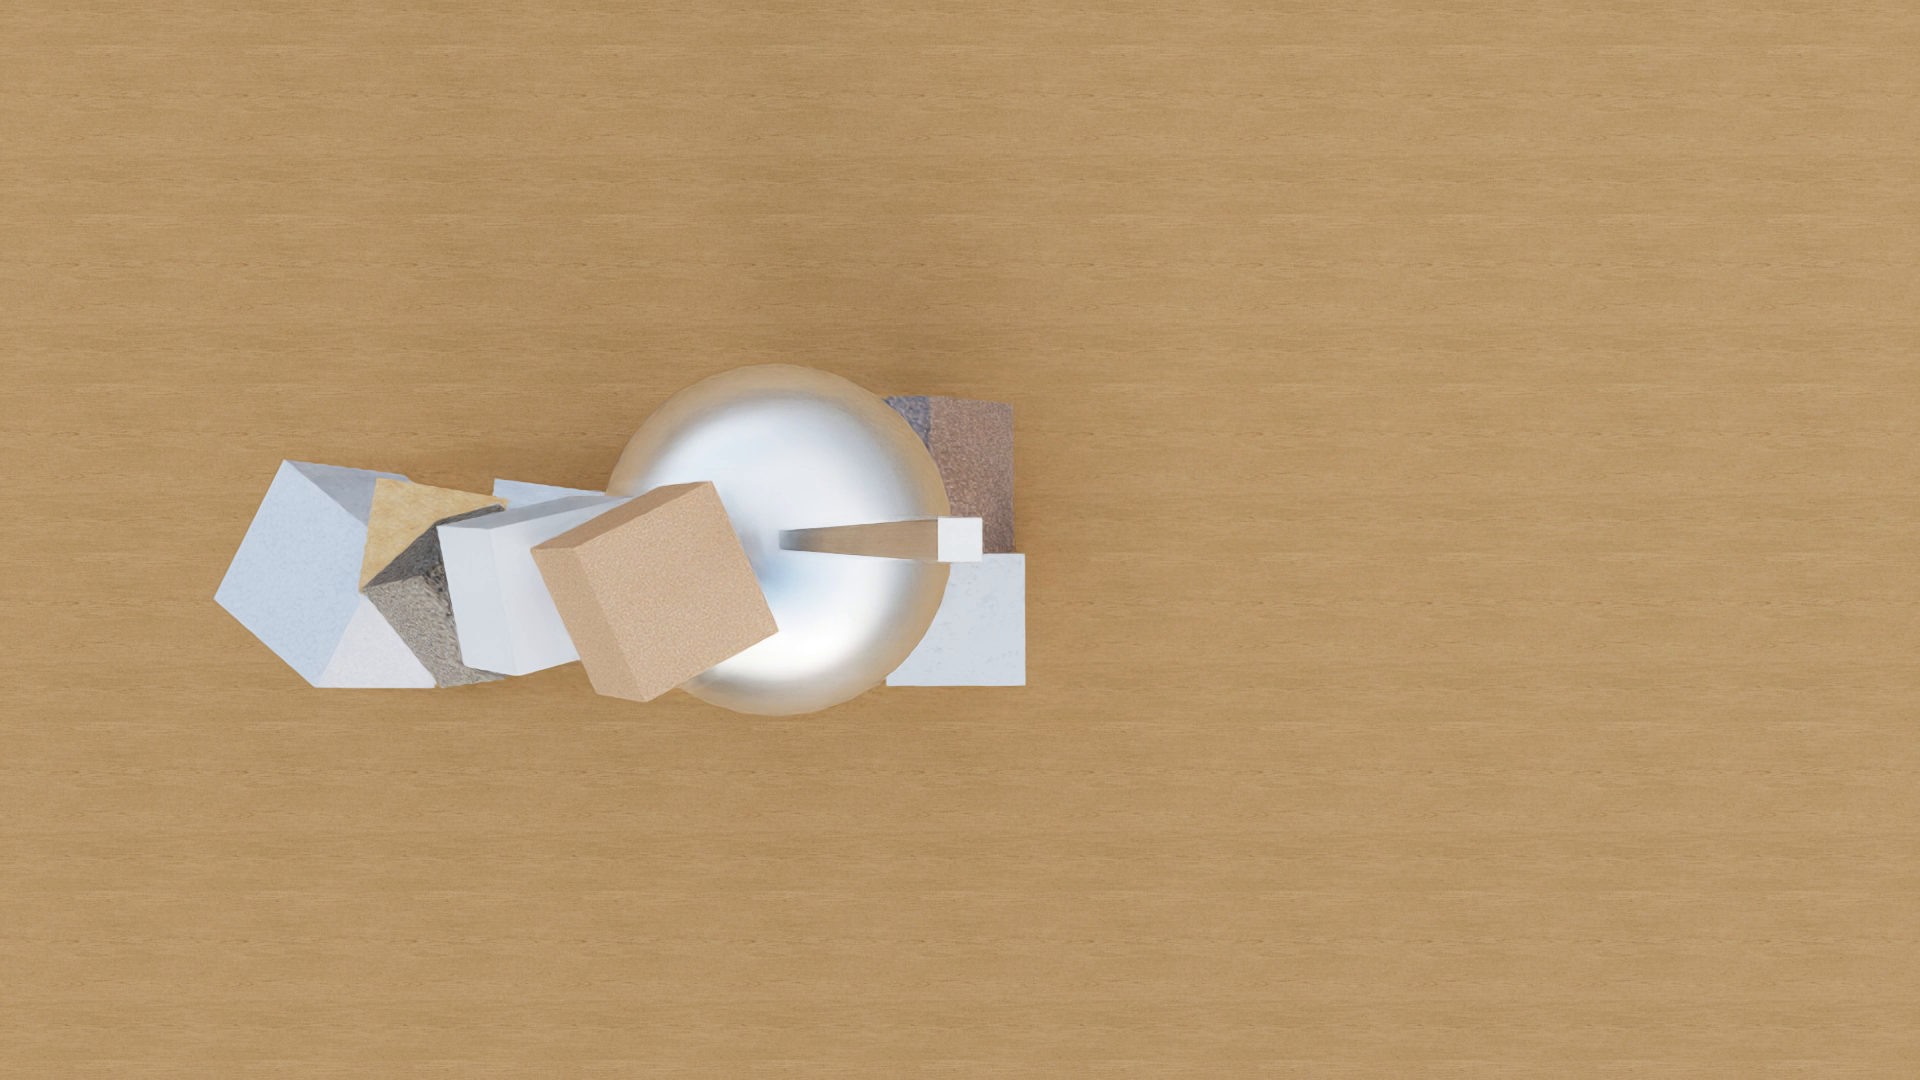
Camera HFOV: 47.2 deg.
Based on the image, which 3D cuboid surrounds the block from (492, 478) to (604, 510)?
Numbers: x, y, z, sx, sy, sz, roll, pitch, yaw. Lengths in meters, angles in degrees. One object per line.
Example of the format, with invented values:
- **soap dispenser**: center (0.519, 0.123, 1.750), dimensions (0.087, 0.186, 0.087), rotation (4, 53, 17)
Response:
- **block**: center (-2.140, 0.132, 12.496), dimensions (0.806, 0.827, 0.825), rotation (7, 90, 15)

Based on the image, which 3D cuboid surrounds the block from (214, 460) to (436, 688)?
- **block**: center (-3.262, 0.199, 11.976), dimensions (0.869, 0.938, 0.874), rotation (35, 102, 24)

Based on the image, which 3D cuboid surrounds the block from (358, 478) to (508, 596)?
- **block**: center (-2.655, 0.036, 11.067), dimensions (0.639, 0.548, 0.544), rotation (9, 83, -14)

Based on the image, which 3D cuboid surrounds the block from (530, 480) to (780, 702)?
- **block**: center (-1.225, 0.200, 8.788), dimensions (0.613, 0.632, 0.656), rotation (-28, 101, -24)

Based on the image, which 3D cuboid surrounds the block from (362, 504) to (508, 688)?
- **block**: center (-2.252, 0.264, 10.112), dimensions (0.519, 0.608, 0.600), rotation (-48, 114, -34)

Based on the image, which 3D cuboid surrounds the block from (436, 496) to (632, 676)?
- **block**: center (-1.755, 0.180, 9.342), dimensions (0.652, 0.543, 0.614), rotation (-15, 100, -35)

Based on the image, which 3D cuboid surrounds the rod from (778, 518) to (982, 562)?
- **rod**: center (-0.359, 0.000, 6.593), dimensions (0.080, 5.200, 0.080), rotation (0, 90, -8)

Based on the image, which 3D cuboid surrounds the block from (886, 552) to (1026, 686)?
- **block**: center (-0.023, 0.444, 12.612), dimensions (0.769, 0.776, 0.732), rotation (0, 90, 0)

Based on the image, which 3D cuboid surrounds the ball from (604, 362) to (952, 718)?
- **ball**: center (-0.829, 0.000, 9.960), dimensions (1.600, 1.600, 1.600), rotation (0, 90, 0)

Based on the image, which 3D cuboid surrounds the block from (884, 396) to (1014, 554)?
- **block**: center (-0.327, -0.348, 12.375), dimensions (0.934, 0.894, 0.850), rotation (0, 90, 31)
